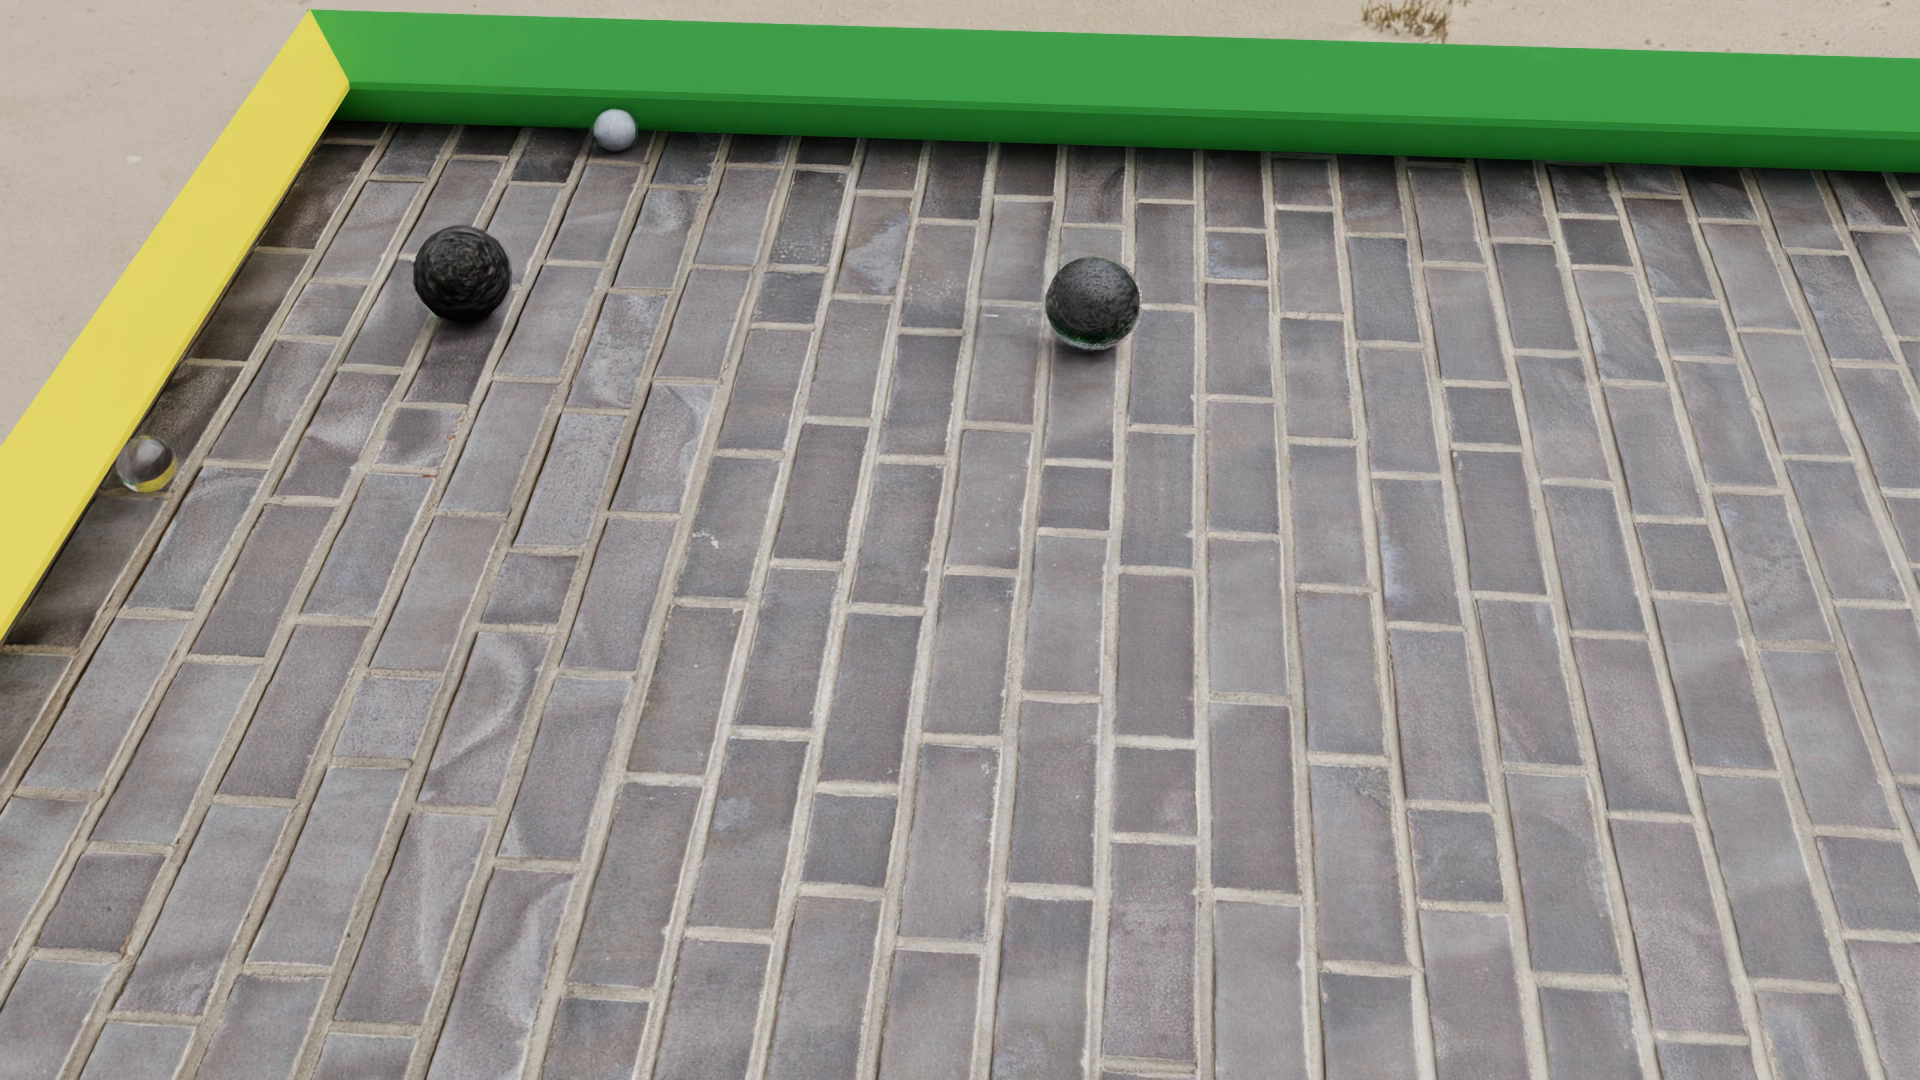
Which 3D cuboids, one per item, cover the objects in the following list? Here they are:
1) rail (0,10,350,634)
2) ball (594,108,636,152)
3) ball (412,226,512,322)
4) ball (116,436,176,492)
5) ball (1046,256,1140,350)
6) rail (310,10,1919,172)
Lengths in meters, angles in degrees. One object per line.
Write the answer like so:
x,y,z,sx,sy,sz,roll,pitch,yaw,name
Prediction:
-0.672,-0.049,1.942,0.045,0.117,1.485,2,35,4,rail
-0.338,-0.402,2.517,0.042,0.042,0.042,0,35,0,ball
-0.434,-0.232,2.234,0.084,0.084,0.084,0,35,0,ball
-0.642,-0.059,2.021,0.045,0.045,0.045,0,35,0,ball
0.114,-0.202,2.195,0.081,0.081,0.081,0,35,0,ball
0.749,-0.400,2.446,2.790,0.117,0.045,2,35,4,rail
